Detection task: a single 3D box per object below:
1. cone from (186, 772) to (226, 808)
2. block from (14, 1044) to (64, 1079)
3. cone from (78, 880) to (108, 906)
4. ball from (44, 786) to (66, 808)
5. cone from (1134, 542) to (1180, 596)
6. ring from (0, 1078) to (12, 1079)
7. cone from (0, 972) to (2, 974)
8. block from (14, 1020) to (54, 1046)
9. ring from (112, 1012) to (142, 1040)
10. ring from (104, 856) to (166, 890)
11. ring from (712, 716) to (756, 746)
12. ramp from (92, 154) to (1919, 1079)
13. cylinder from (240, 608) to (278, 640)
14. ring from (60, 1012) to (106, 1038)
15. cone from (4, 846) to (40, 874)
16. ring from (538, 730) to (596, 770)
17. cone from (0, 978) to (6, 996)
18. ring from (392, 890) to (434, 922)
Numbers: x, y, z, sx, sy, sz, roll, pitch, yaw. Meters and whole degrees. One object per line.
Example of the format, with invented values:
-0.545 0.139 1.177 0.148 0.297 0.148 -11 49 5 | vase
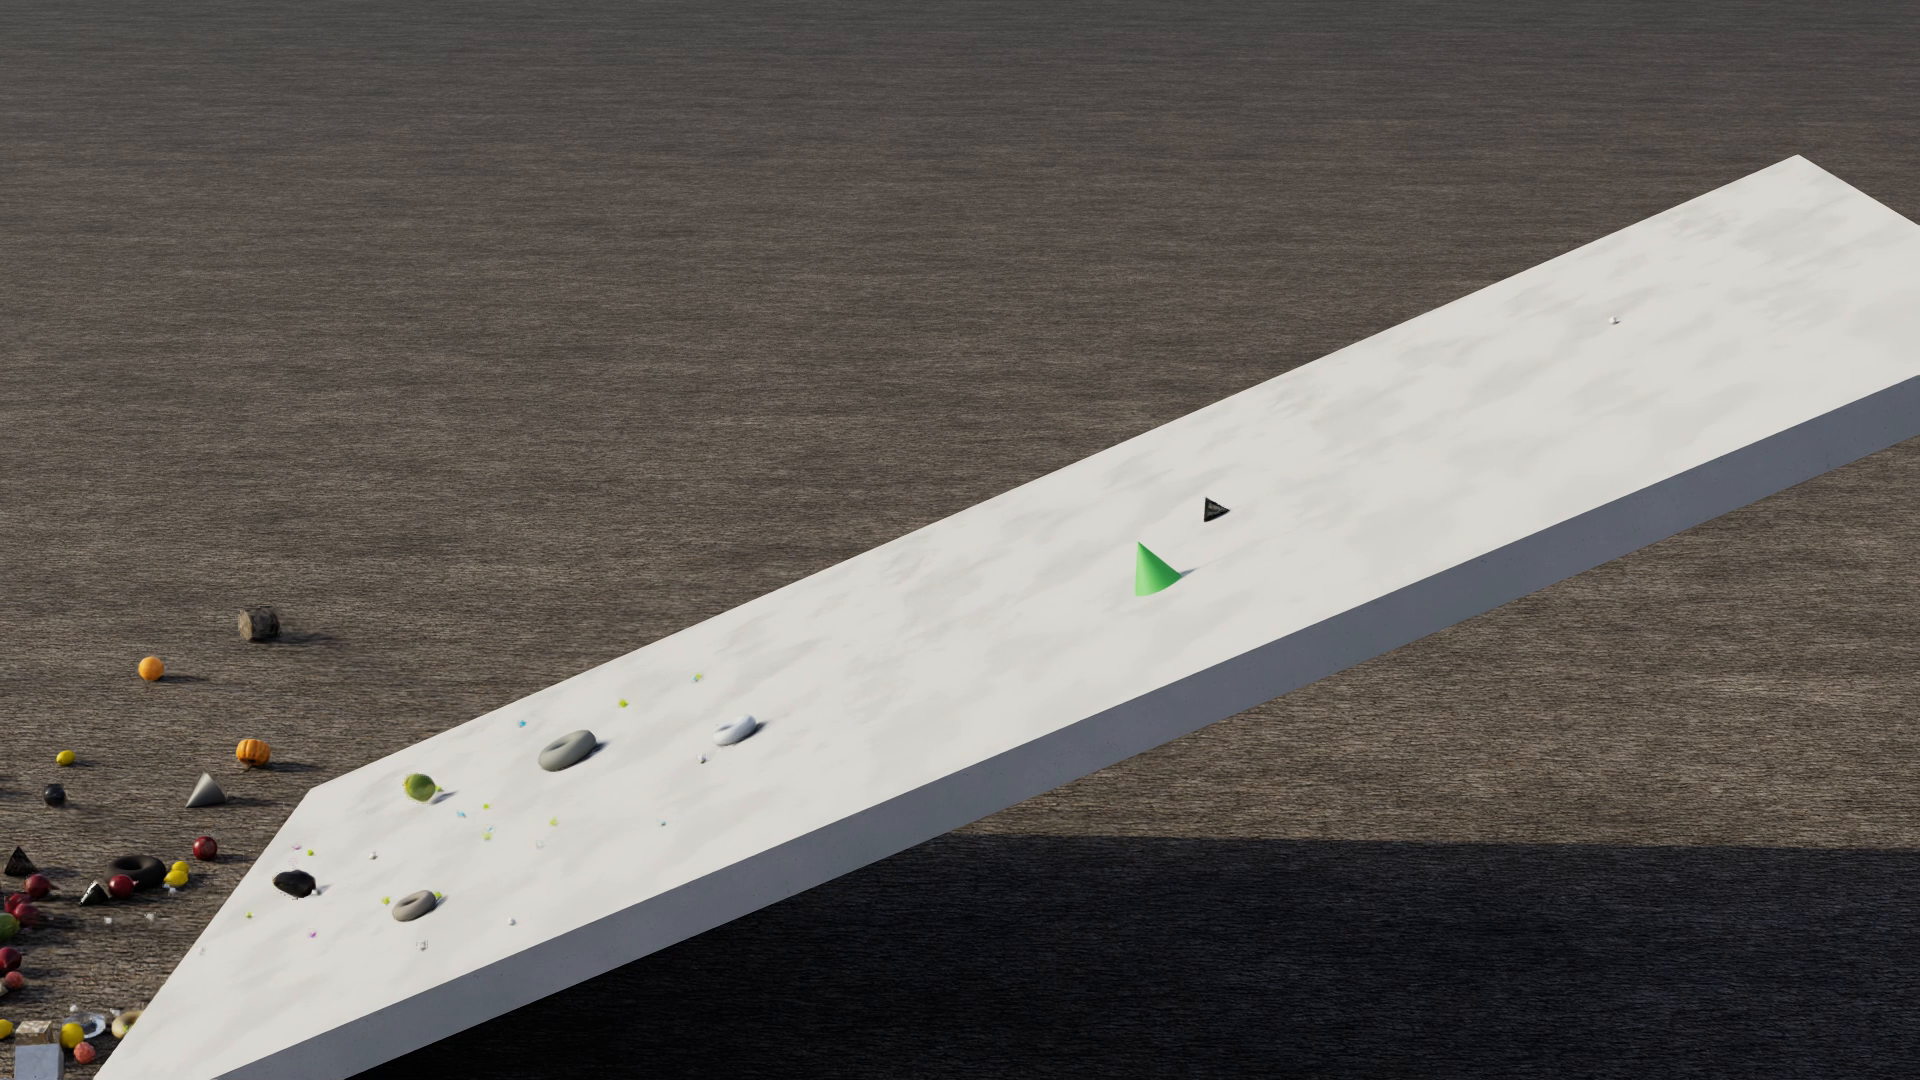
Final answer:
-1.984 0.671 7.675 0.095 0.095 0.095 -40 34 -23 | cone
-1.874 1.080 5.984 0.085 0.085 0.085 -1 -24 -11 | block
-2.080 0.855 7.024 0.065 0.065 0.065 -39 33 -24 | cone
-2.359 0.667 7.662 0.057 0.057 0.057 0 15 0 | ball
0.375 0.046 5.876 0.099 0.099 0.099 -24 13 6 | cone
-1.968 1.128 6.019 0.087 0.029 0.087 -1 15 0 | ring
-2.188 0.952 6.620 0.054 0.054 0.054 0 15 0 | cone
-1.956 1.057 6.217 0.061 0.061 0.061 -1 15 -2 | block
-1.770 1.044 6.318 0.104 0.035 0.104 0 17 0 | ring
-2.008 0.810 7.155 0.148 0.049 0.148 1 16 0 | ring
-0.475 0.401 6.190 0.100 0.033 0.100 -25 12 6 | ring
0.133 0.170 6.284 4.000 0.100 2.000 -23 13 8 | ramp
-2.168 0.259 9.103 0.089 0.089 0.089 -11 19 -36 | cylinder
-1.884 1.044 6.324 0.095 0.032 0.095 -1 14 0 | ring
-2.291 0.801 7.214 0.075 0.075 0.075 26 14 -6 | cone
-0.886 0.475 6.632 0.140 0.047 0.140 -25 12 6 | ring
-2.125 0.997 6.506 0.061 0.061 0.061 6 -16 20 | cone
-1.115 0.747 6.004 0.093 0.031 0.093 -23 14 6 | ring
